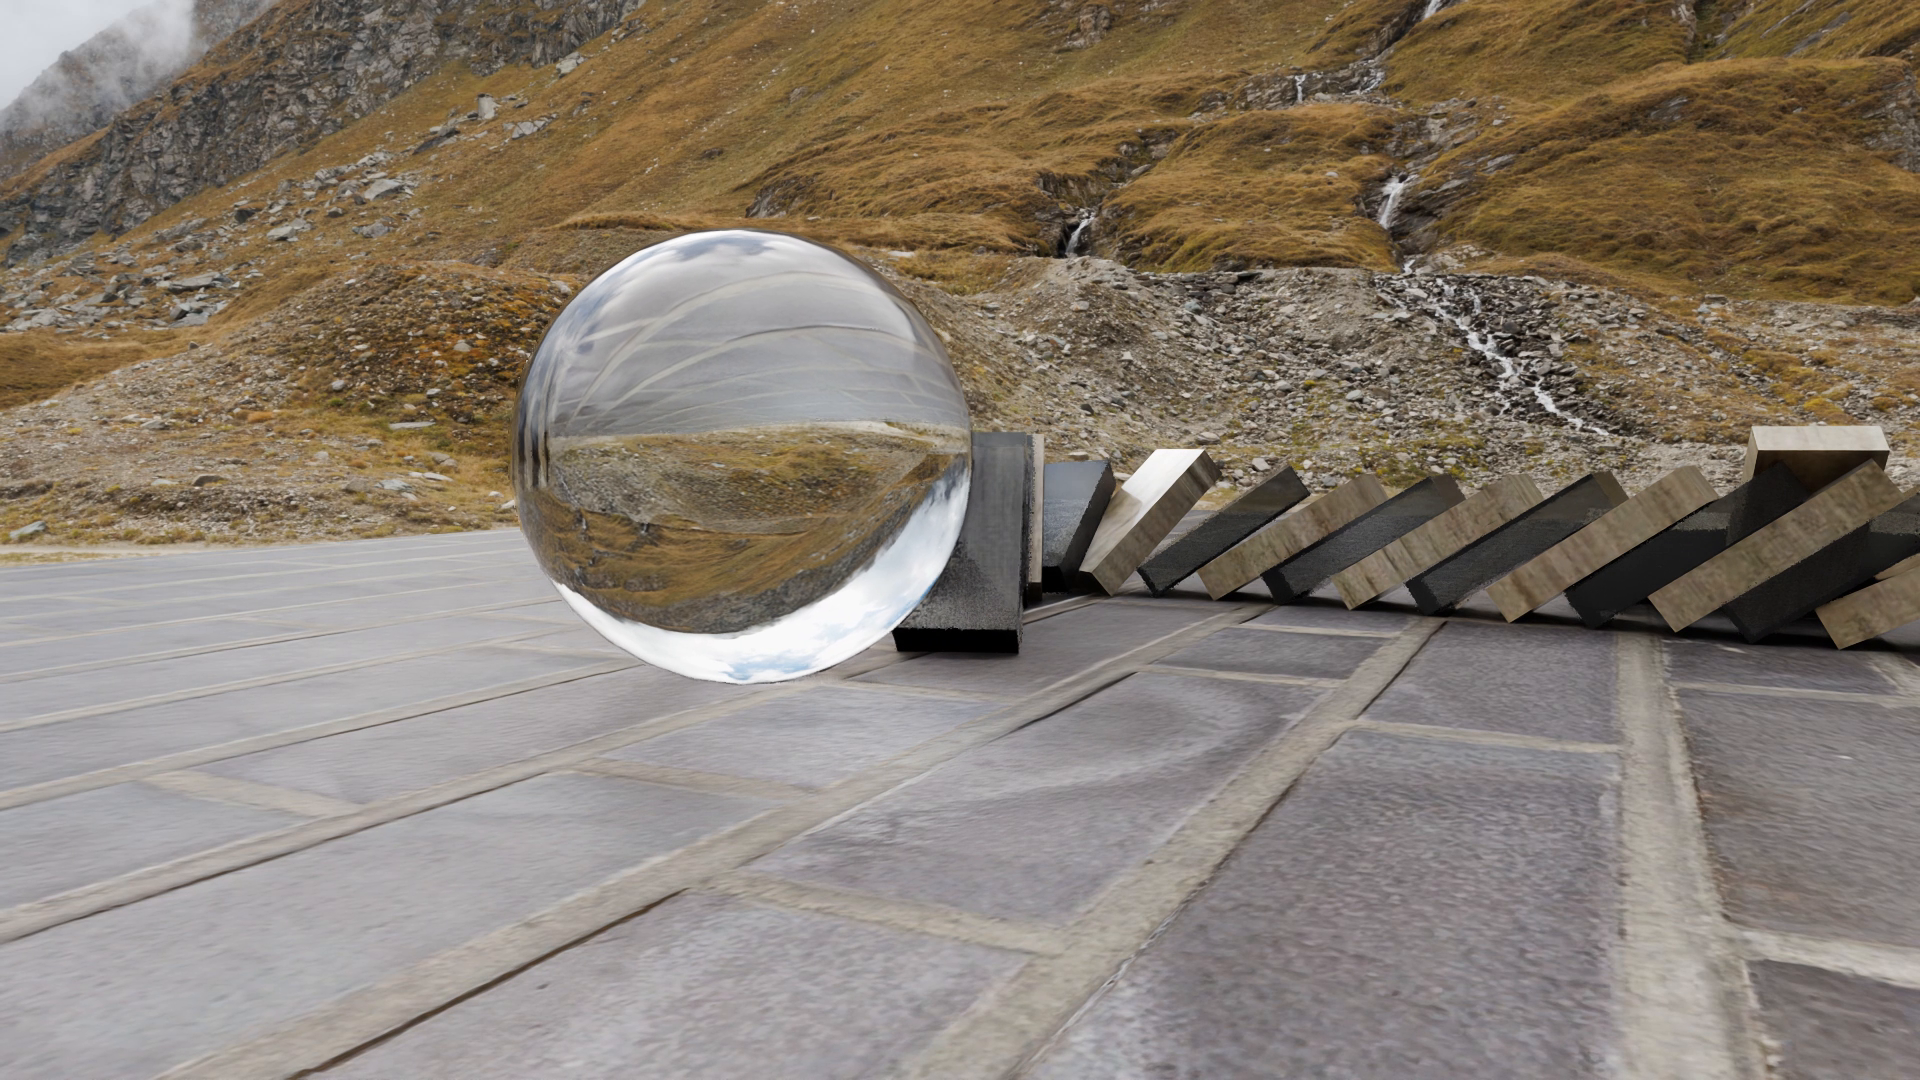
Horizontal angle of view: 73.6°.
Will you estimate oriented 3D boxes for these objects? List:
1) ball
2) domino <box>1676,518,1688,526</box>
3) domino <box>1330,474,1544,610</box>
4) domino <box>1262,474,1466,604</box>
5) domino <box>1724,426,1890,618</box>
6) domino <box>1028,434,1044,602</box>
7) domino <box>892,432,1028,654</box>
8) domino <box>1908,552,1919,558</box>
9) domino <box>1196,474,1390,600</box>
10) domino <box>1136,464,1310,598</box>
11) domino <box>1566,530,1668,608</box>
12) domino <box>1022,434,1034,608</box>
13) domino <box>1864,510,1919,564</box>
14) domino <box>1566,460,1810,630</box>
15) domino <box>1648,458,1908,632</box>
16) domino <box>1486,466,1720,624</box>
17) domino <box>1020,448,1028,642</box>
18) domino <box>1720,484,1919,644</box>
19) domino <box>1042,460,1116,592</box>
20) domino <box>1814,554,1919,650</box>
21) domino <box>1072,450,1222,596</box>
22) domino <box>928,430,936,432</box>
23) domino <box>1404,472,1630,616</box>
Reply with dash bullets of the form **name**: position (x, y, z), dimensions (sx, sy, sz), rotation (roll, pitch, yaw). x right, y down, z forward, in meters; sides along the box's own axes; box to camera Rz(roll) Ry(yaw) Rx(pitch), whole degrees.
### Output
- **ball**: position (-0.037, -0.015, 0.227), dimensions (0.080, 0.080, 0.080), rotation (0, 4, 0)
- **domino**: position (0.205, 0.004, 0.357), dimensions (0.050, 0.025, 0.010), rotation (3, 50, 38)
- **domino**: position (0.122, 0.001, 0.327), dimensions (0.050, 0.010, 0.025), rotation (-36, -16, 31)
- **domino**: position (0.107, 0.000, 0.338), dimensions (0.050, 0.010, 0.025), rotation (-35, -15, 30)
- **domino**: position (0.199, -0.003, 0.304), dimensions (0.025, 0.050, 0.009), rotation (2, 39, 21)
- **domino**: position (0.011, -0.007, 0.357), dimensions (0.025, 0.050, 0.010), rotation (0, -34, 6)
- **domino**: position (0.001, 0.000, 0.272), dimensions (0.025, 0.050, 0.009), rotation (0, -34, 6)
- **domino**: position (0.239, 0.006, 0.356), dimensions (0.025, 0.009, 0.050), rotation (30, -12, -31)
- **domino**: position (0.091, -0.001, 0.350), dimensions (0.050, 0.009, 0.025), rotation (-33, -10, 24)
- **domino**: position (0.074, -0.003, 0.361), dimensions (0.050, 0.010, 0.025), rotation (-35, -3, 12)
- **domino**: position (0.186, 0.007, 0.333), dimensions (0.050, 0.009, 0.025), rotation (-1, -29, -15)
- **domino**: position (0.006, -0.006, 0.345), dimensions (0.025, 0.050, 0.010), rotation (0, -34, 6)
- **domino**: position (0.268, 0.005, 0.346), dimensions (0.025, 0.010, 0.050), rotation (41, 10, 5)
- **domino**: position (0.165, 0.001, 0.292), dimensions (0.050, 0.010, 0.025), rotation (-42, -19, 32)
- **domino**: position (0.178, 0.001, 0.281), dimensions (0.050, 0.010, 0.025), rotation (-41, -18, 30)
- **domino**: position (0.152, 0.001, 0.303), dimensions (0.050, 0.010, 0.025), rotation (-41, -20, 31)
- **domino**: position (0.002, -0.001, 0.284), dimensions (0.025, 0.050, 0.010), rotation (0, -34, 6)
- **domino**: position (0.189, 0.003, 0.272), dimensions (0.050, 0.009, 0.025), rotation (-41, -18, 28)
- **domino**: position (0.026, -0.004, 0.375), dimensions (0.025, 0.009, 0.050), rotation (-2, 38, 28)
- **domino**: position (0.205, 0.006, 0.264), dimensions (0.050, 0.010, 0.025), rotation (-32, -14, 31)
- **domino**: position (0.051, -0.006, 0.374), dimensions (0.050, 0.009, 0.025), rotation (-46, 20, -14)
- **domino**: position (0.002, -0.004, 0.321), dimensions (0.025, 0.050, 0.010), rotation (2, -34, 7)
- **domino**: position (0.137, 0.001, 0.315), dimensions (0.050, 0.010, 0.025), rotation (-38, -18, 32)
